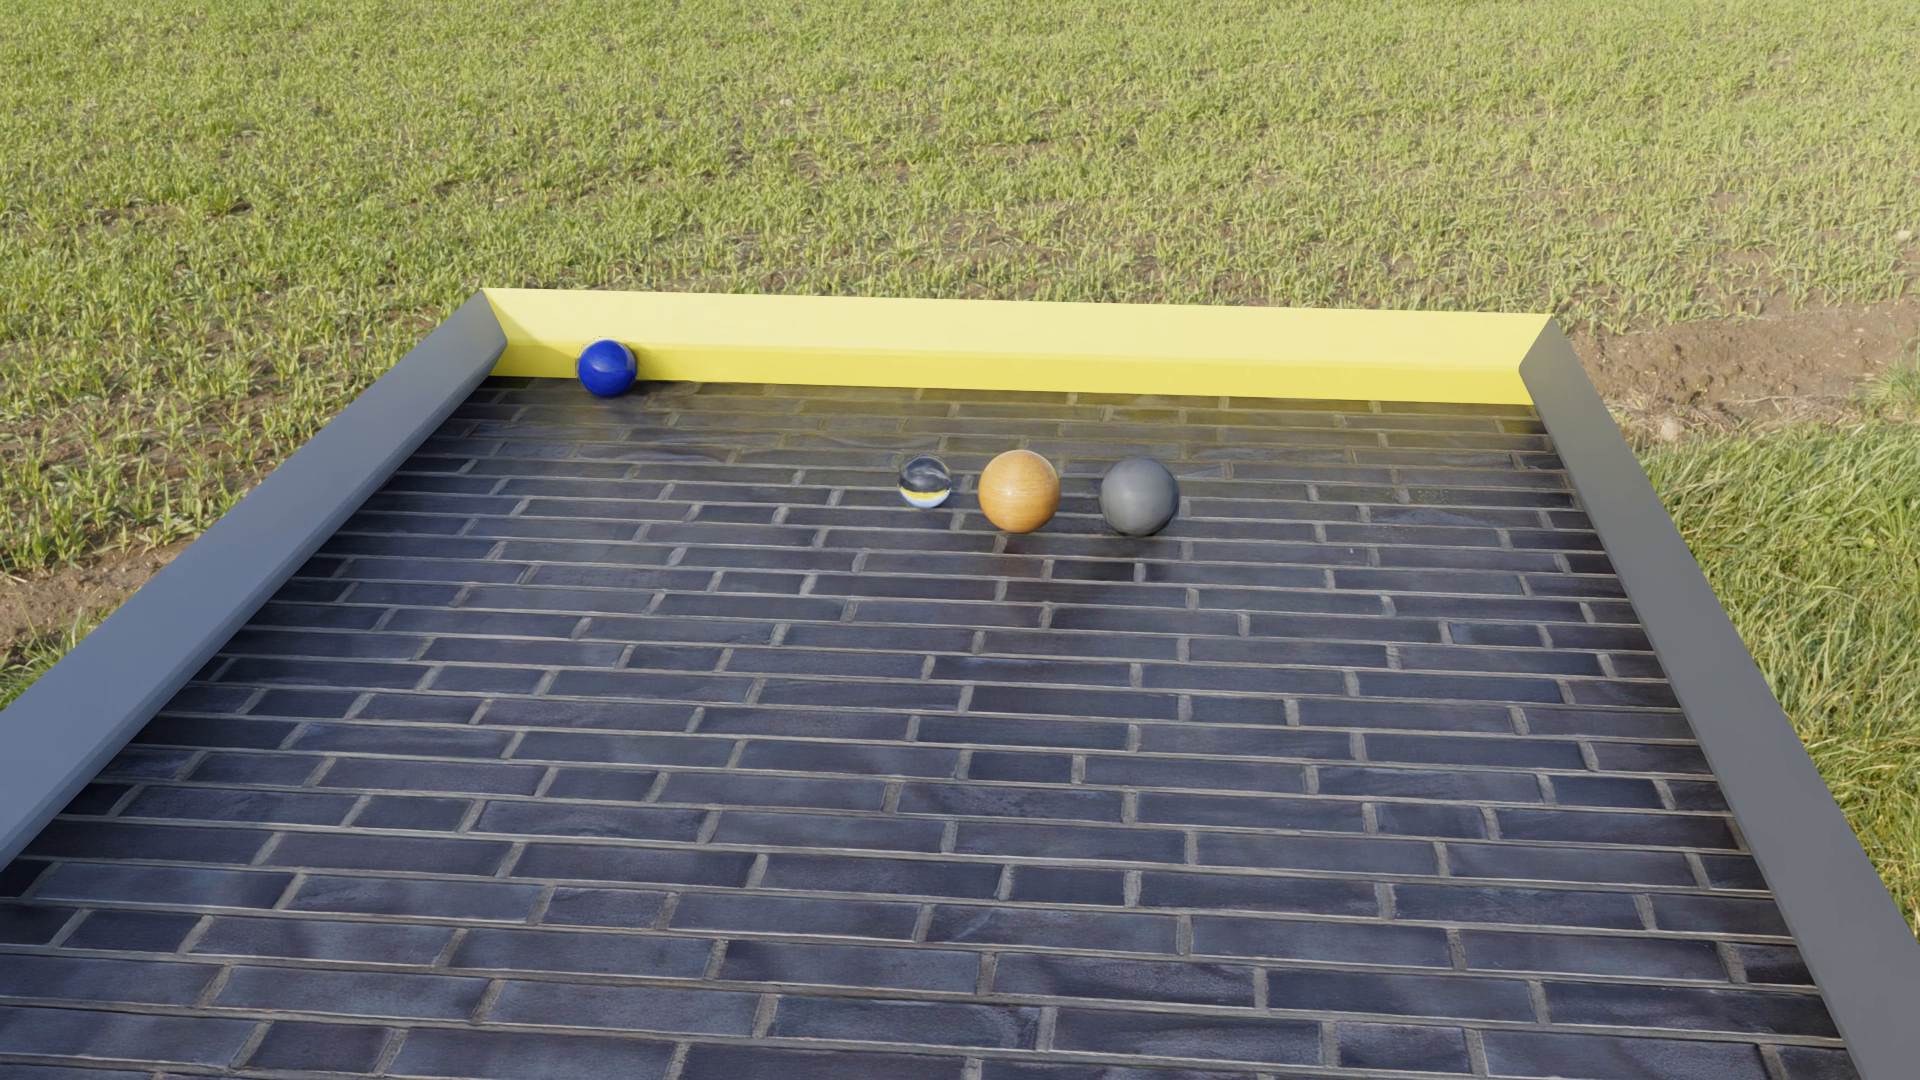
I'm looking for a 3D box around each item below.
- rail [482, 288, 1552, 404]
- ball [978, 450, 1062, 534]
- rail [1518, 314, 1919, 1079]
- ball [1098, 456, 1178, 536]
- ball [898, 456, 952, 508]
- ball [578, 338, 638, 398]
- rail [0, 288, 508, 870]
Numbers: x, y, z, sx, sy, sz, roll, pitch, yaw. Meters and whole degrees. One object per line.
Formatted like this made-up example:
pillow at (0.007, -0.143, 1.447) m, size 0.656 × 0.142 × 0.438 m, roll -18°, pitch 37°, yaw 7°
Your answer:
rail at (0.059, -0.253, 2.927) m, size 1.431 × 0.122 × 0.045 m, roll 2°, pitch 22°, yaw 5°
ball at (0.067, -0.054, 2.465) m, size 0.094 × 0.094 × 0.094 m, roll 0°, pitch 22°, yaw 0°
rail at (0.628, 0.245, 1.664) m, size 0.045 × 0.122 × 2.645 m, roll 2°, pitch 22°, yaw 5°
ball at (0.199, -0.048, 2.455) m, size 0.089 × 0.089 × 0.089 m, roll 0°, pitch 22°, yaw 0°
ball at (-0.040, -0.067, 2.541) m, size 0.061 × 0.061 × 0.061 m, roll 0°, pitch 22°, yaw 0°
ball at (-0.469, -0.229, 2.927) m, size 0.079 × 0.079 × 0.079 m, roll 0°, pitch 22°, yaw 0°
rail at (-0.750, 0.198, 1.783) m, size 0.045 × 0.122 × 2.645 m, roll 2°, pitch 22°, yaw 5°
